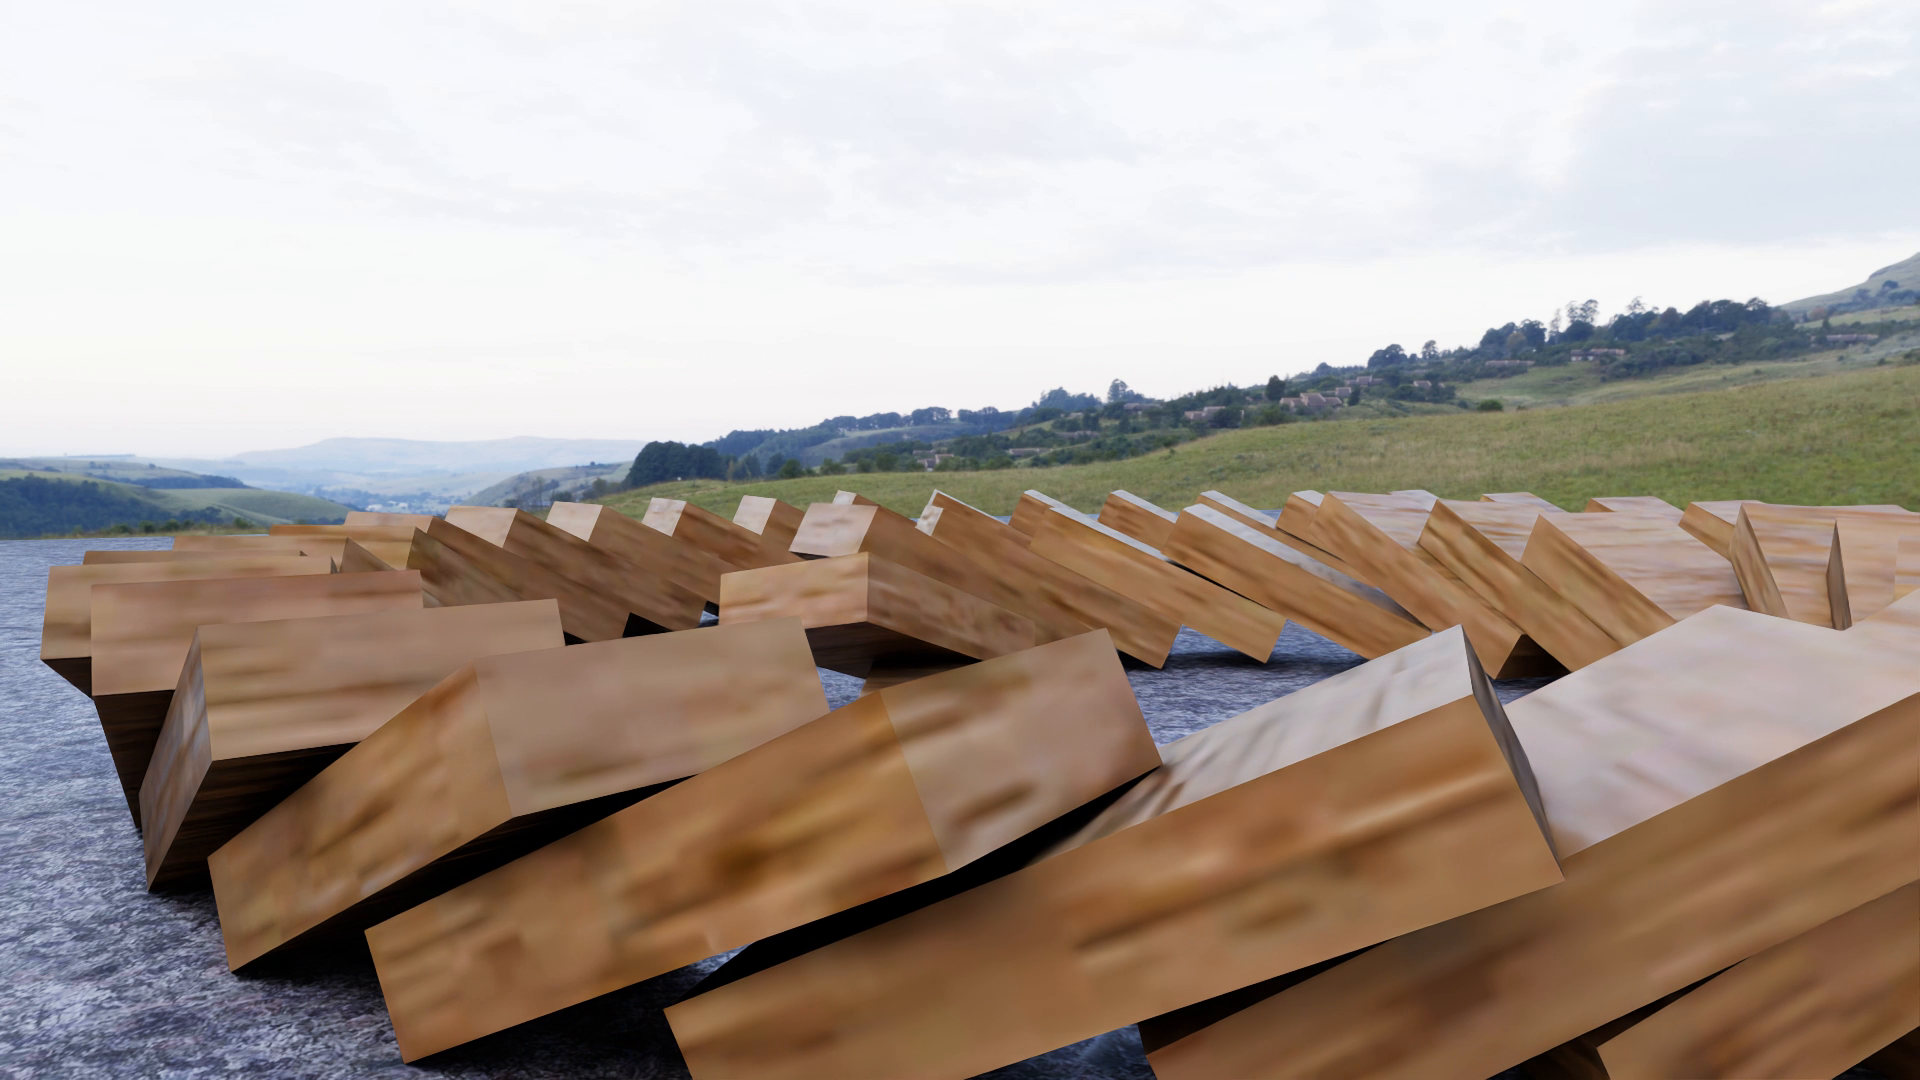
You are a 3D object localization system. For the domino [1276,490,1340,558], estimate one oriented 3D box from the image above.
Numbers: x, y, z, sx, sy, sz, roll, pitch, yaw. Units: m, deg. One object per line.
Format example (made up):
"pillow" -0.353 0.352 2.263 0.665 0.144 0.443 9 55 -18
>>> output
"domino" 0.110 0.003 0.335 0.050 0.009 0.025 30 17 23

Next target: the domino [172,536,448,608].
"domino" -0.094 0.013 0.198 0.025 0.009 0.050 0 -21 6

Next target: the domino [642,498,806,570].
"domino" -0.049 0.005 0.308 0.050 0.009 0.025 26 -10 -29

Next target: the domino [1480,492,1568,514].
"domino" 0.152 0.004 0.311 0.025 0.009 0.050 -4 31 -42

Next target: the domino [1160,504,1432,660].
"domino" 0.066 0.009 0.250 0.050 0.010 0.025 28 12 15

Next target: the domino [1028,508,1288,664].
"domino" 0.040 0.008 0.257 0.050 0.010 0.025 25 7 12

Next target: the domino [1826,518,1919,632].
"domino" 0.123 0.015 0.156 0.025 0.009 0.050 5 33 28

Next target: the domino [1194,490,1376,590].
"domino" 0.086 0.002 0.341 0.050 0.009 0.025 27 12 16

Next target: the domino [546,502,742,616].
"domino" -0.066 0.006 0.290 0.050 0.009 0.025 29 -15 -38

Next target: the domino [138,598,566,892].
"domino" -0.055 0.019 0.113 0.025 0.010 0.050 -3 -20 -38

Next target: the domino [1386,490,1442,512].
"domino" 0.133 0.003 0.325 0.050 0.010 0.025 35 24 33

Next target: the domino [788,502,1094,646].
"domino" -0.003 0.009 0.228 0.050 0.009 0.025 30 -13 -30

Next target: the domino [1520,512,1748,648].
"domino" 0.116 0.012 0.203 0.025 0.009 0.050 -1 31 -17

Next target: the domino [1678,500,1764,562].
"domino" 0.183 0.007 0.275 0.025 0.009 0.050 -2 30 -28

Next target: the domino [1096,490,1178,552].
"domino" 0.063 0.002 0.345 0.050 0.009 0.025 26 10 11

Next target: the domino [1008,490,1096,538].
"domino" 0.039 0.002 0.346 0.050 0.009 0.025 26 7 6

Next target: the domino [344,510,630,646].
"domino" -0.091 0.009 0.248 0.025 0.009 0.050 3 -20 32

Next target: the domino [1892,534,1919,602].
"domino" 0.112 0.017 0.134 0.025 0.009 0.050 4 33 37

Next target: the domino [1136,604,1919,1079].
"domino" 0.035 0.021 0.083 0.050 0.010 0.025 -26 3 3

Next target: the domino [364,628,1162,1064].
"domino" -0.014 0.021 0.086 0.050 0.009 0.025 -28 -11 32

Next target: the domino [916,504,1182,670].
"domino" 0.015 0.009 0.248 0.050 0.009 0.025 26 -1 -9

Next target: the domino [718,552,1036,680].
"domino" -0.011 0.014 0.196 0.025 0.010 0.050 -9 -18 28

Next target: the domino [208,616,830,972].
"domino" -0.035 0.020 0.098 0.050 0.009 0.025 -30 -16 39

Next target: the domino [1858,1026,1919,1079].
"domino" 0.080 0.020 0.095 0.050 0.009 0.025 -28 12 -10

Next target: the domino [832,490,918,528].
"domino" -0.009 0.002 0.334 0.050 0.009 0.025 26 -3 -16

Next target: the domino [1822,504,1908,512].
"domino" 0.197 0.009 0.254 0.025 0.009 0.050 -1 29 -19

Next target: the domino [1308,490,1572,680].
"domino" 0.093 0.008 0.246 0.025 0.009 0.050 2 30 -33

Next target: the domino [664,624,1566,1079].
"domino" 0.009 0.021 0.080 0.050 0.009 0.025 -27 -5 20

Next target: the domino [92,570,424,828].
"domino" -0.070 0.017 0.130 0.025 0.009 0.050 -3 -22 -30

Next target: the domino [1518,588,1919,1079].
"domino" 0.058 0.020 0.088 0.050 0.009 0.025 -28 8 -5

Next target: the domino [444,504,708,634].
"domino" -0.081 0.007 0.269 0.025 0.010 0.050 3 -20 40

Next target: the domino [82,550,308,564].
"domino" -0.092 0.015 0.174 0.025 0.009 0.050 0 -21 -2

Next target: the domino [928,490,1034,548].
"domino" 0.014 0.002 0.343 0.050 0.010 0.025 25 3 -4

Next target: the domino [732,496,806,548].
"domino" -0.030 0.004 0.321 0.050 0.009 0.025 26 -8 -26

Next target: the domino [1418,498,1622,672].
"domino" 0.108 0.009 0.227 0.025 0.009 0.050 2 30 -23

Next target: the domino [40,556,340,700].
"domino" -0.083 0.016 0.150 0.025 0.009 0.050 -2 -21 -17

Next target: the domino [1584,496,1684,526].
"domino" 0.171 0.006 0.294 0.025 0.010 0.050 -2 30 -29

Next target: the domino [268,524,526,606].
"domino" -0.092 0.011 0.221 0.025 0.010 0.050 1 -21 10

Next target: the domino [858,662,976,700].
"domino" -0.001 0.025 0.171 0.025 0.010 0.050 0 4 0

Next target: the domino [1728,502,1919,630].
"domino" 0.127 0.012 0.179 0.025 0.010 0.050 4 34 16
